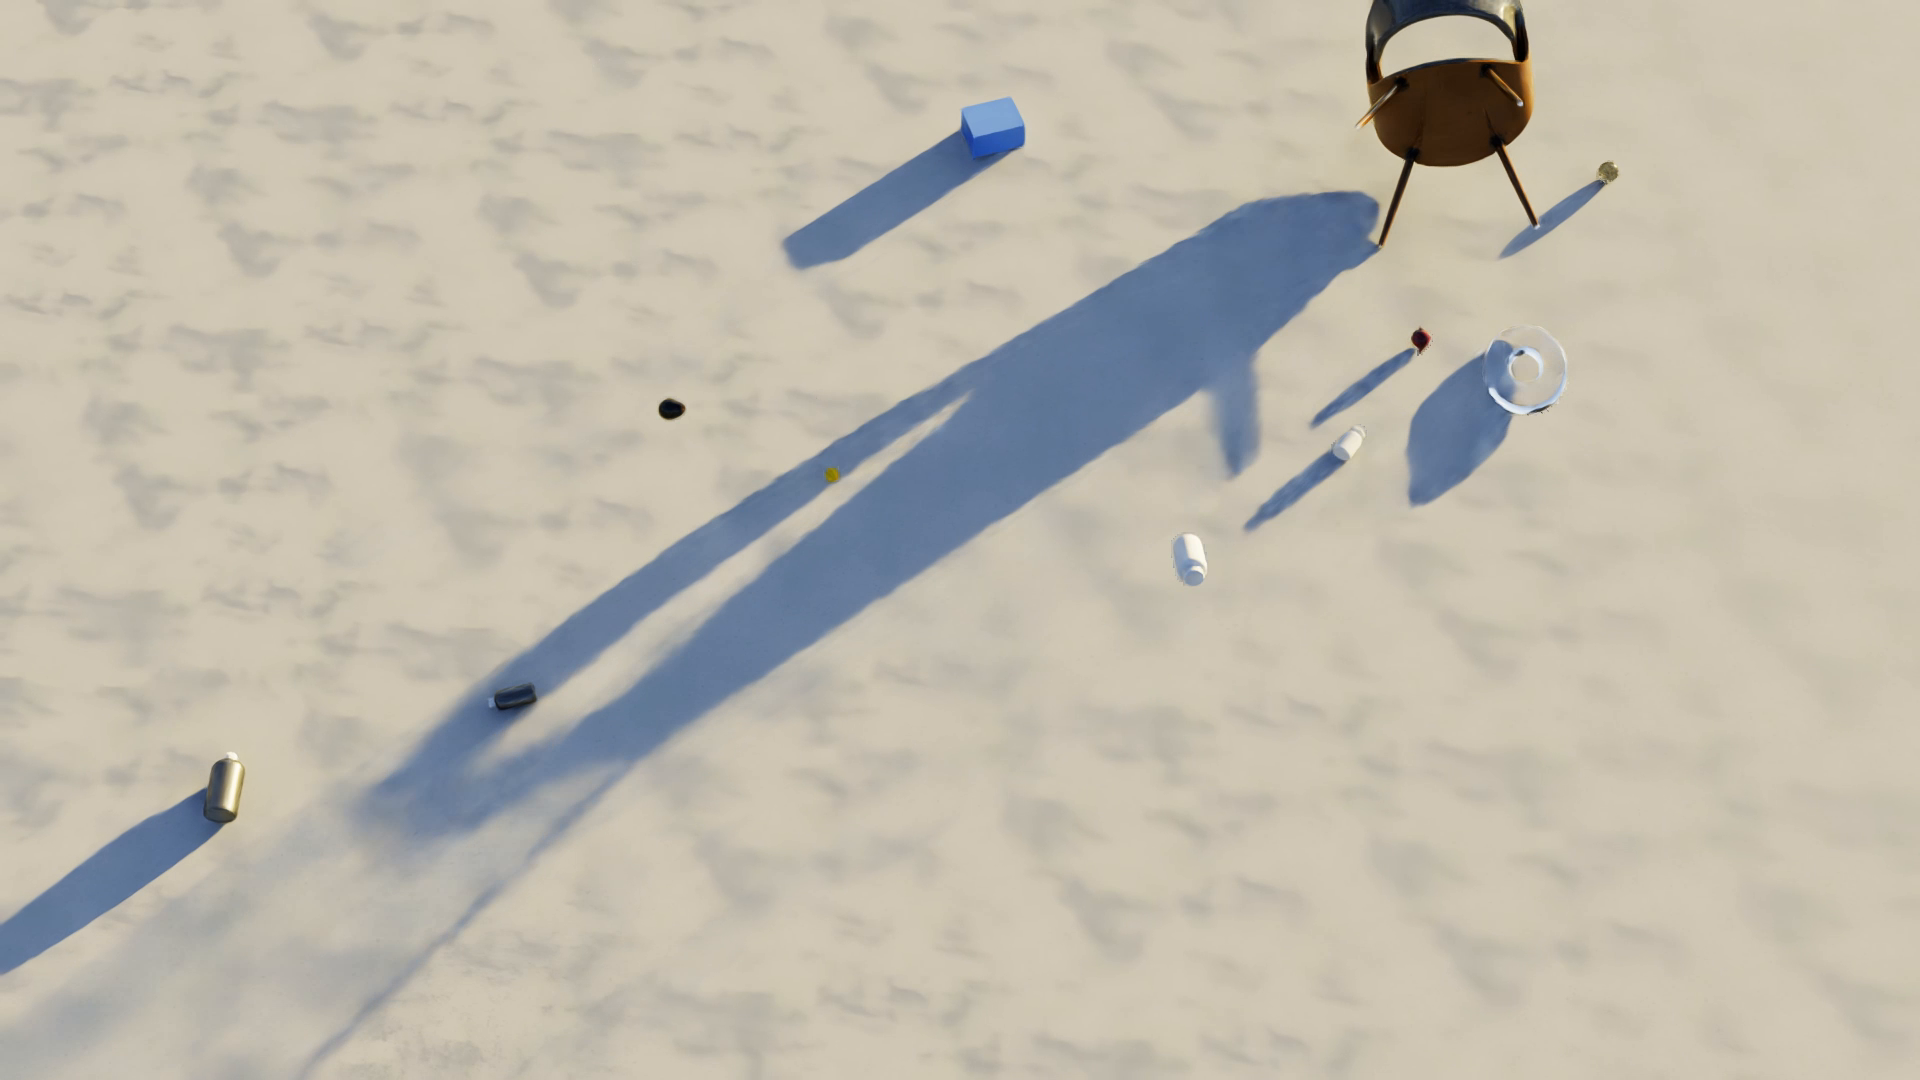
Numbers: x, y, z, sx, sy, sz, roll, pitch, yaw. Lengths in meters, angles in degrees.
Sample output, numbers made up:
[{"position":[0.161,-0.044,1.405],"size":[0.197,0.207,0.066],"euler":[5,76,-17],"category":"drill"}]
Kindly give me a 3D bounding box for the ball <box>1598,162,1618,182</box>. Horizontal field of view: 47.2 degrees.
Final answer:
[{"position":[2.170,-1.232,7.360],"size":[0.067,0.067,0.067],"euler":[0,56,0],"category":"ball"}]

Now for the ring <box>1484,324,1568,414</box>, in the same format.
[{"position":[1.772,-0.536,6.890],"size":[0.258,0.053,0.363],"euler":[2,55,11],"category":"ring"}]

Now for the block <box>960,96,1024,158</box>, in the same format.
[{"position":[0.110,-1.401,7.456],"size":[0.181,0.096,0.143],"euler":[-16,58,-10],"category":"block"}]
